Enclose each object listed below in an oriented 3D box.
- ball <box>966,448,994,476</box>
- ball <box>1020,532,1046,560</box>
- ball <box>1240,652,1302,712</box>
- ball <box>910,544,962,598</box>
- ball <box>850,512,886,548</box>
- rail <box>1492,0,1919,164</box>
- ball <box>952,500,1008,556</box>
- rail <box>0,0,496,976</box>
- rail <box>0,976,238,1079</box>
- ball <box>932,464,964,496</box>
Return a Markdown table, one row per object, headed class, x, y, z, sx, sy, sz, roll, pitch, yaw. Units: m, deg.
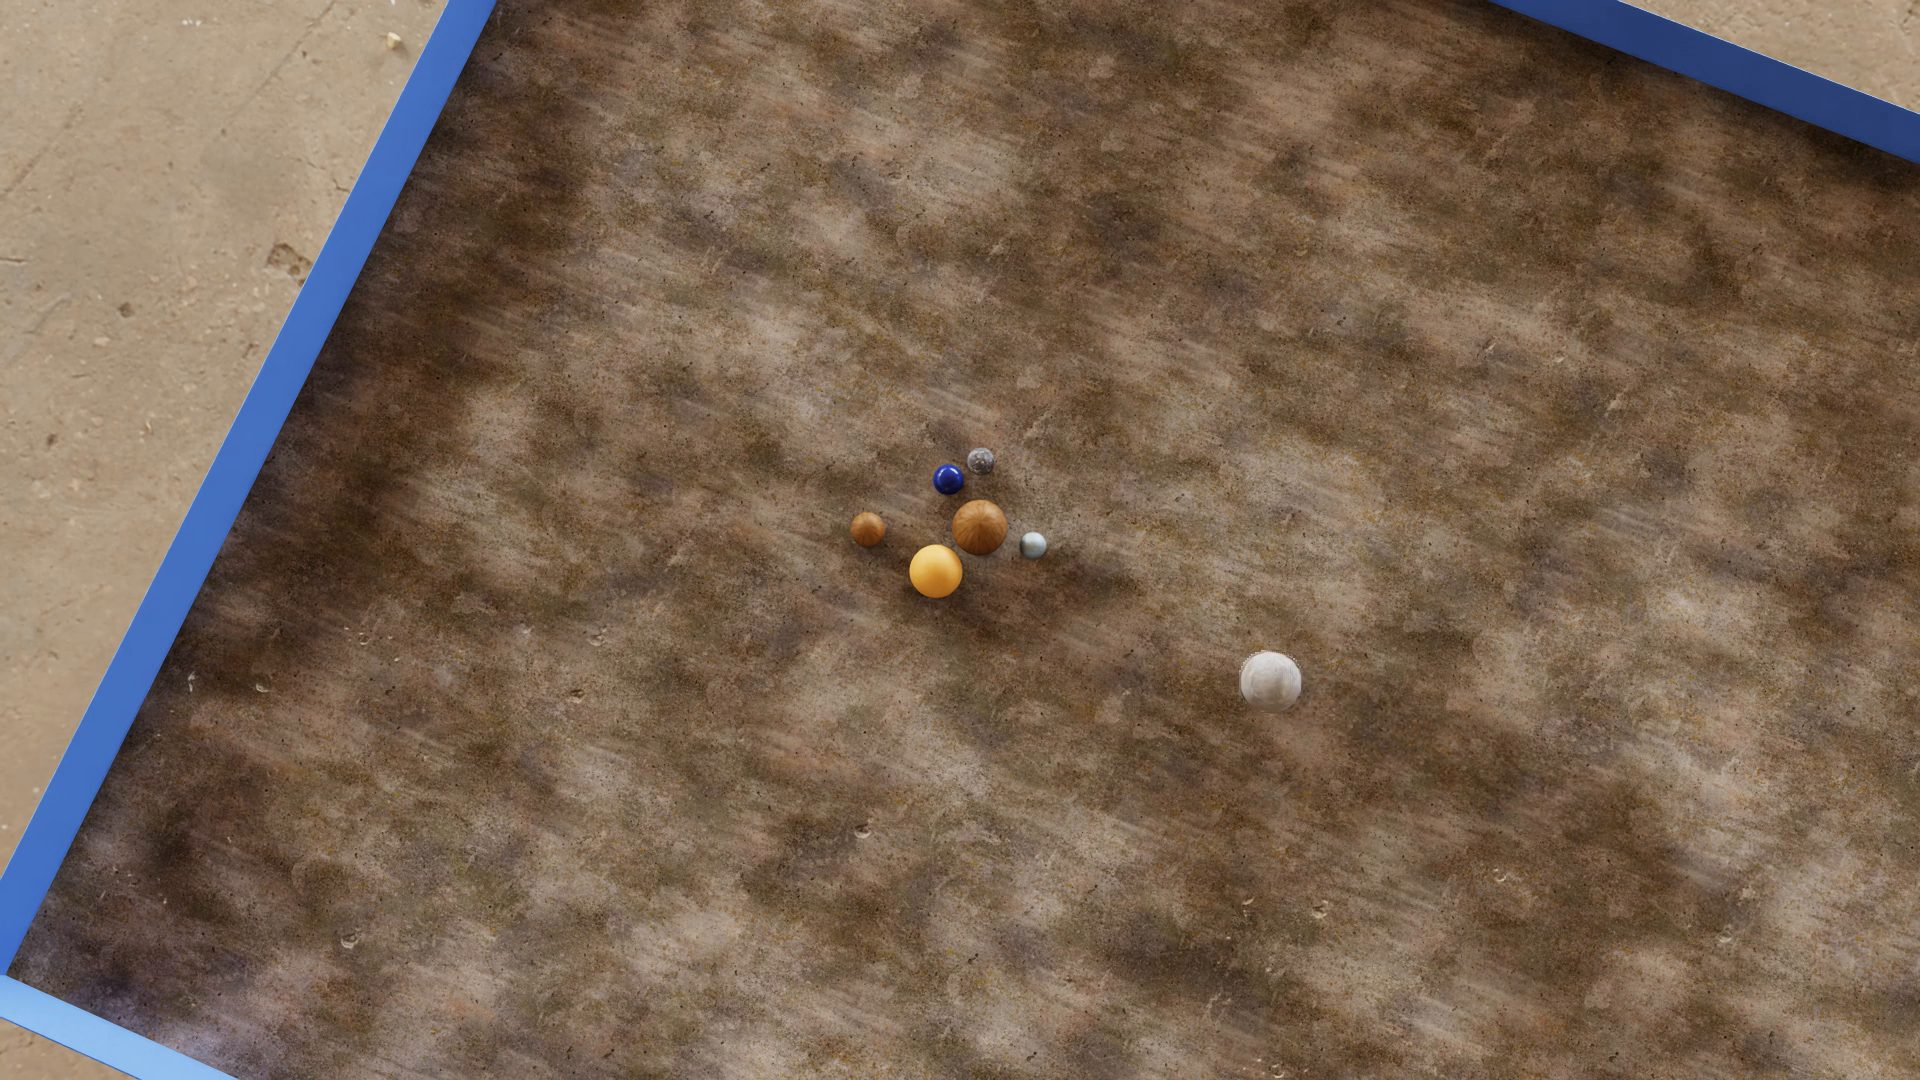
| class | x | y | z | sx | sy | sz | roll | pitch | yaw |
| --- | --- | --- | --- | --- | --- | --- | --- | --- | --- |
| ball | 0.032 | -0.120 | 3.354 | 0.043 | 0.043 | 0.043 | 0 | 77 | 0 |
| ball | 0.110 | 0.008 | 3.326 | 0.041 | 0.041 | 0.041 | 0 | 77 | 0 |
| ball | 0.460 | 0.211 | 3.256 | 0.090 | 0.090 | 0.090 | 0 | 77 | 0 |
| ball | -0.036 | 0.047 | 3.298 | 0.080 | 0.080 | 0.080 | 0 | 77 | 0 |
| ball | -0.139 | -0.016 | 3.325 | 0.053 | 0.053 | 0.053 | 0 | 77 | 0 |
| rail | 1.420 | -0.639 | 3.431 | 4.233 | 0.117 | 0.045 | 22 | 78 | 5 |
| ball | 0.030 | -0.019 | 3.310 | 0.084 | 0.084 | 0.084 | 0 | 77 | 0 |
| rail | -0.954 | -0.398 | 3.377 | 0.045 | 0.117 | 2.342 | 22 | 78 | 5 |
| rail | 0.531 | 1.426 | 2.970 | 4.233 | 0.117 | 0.045 | 22 | 78 | 5 |
| ball | -0.018 | -0.092 | 3.345 | 0.047 | 0.047 | 0.047 | 0 | 77 | 0 |
